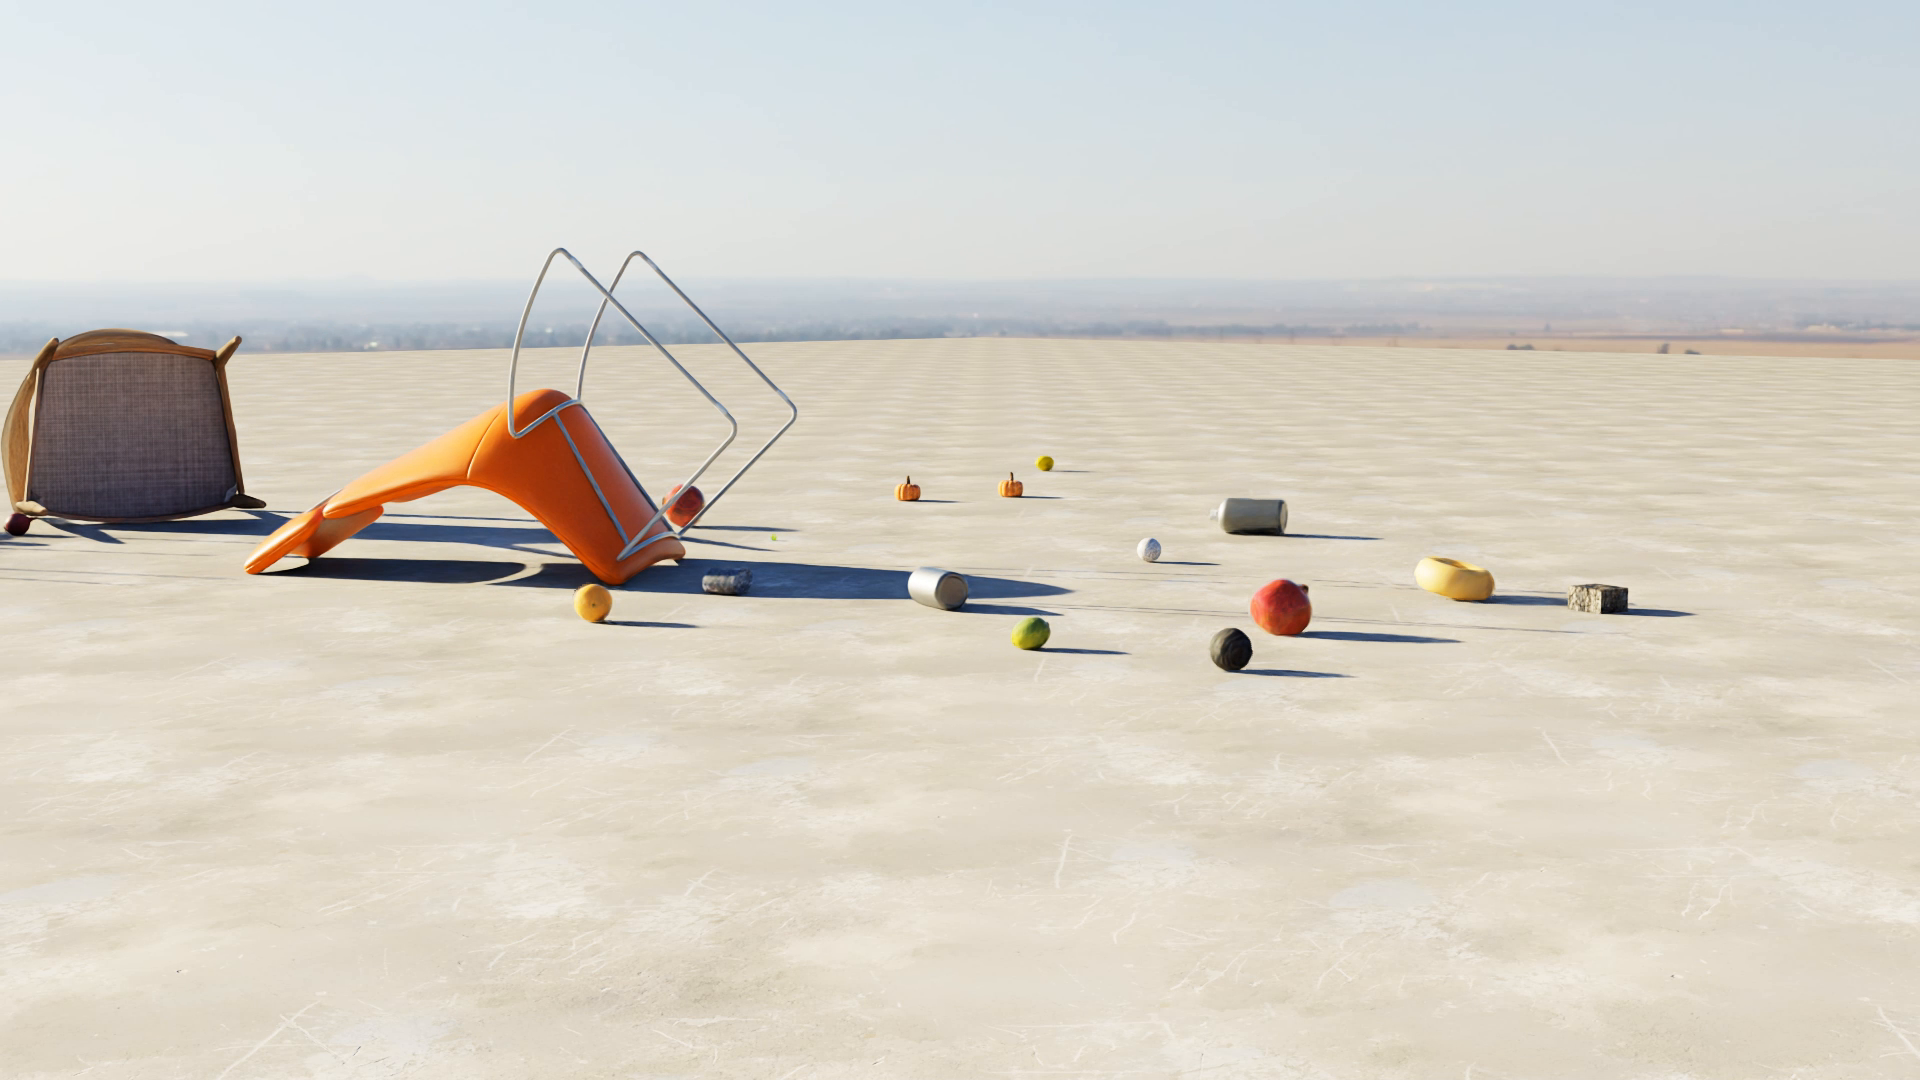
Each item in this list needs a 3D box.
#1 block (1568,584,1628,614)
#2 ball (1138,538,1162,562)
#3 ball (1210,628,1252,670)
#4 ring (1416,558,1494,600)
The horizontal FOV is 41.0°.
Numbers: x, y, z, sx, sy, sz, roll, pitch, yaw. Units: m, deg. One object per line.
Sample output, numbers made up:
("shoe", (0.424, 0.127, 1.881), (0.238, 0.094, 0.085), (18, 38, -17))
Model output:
("block", (1.259, 0.116, 5.060), (0.076, 0.047, 0.086), (-4, 7, -32))
("ball", (0.437, 0.023, 5.916), (0.057, 0.057, 0.057), (0, 6, 0))
("ball", (0.453, 0.183, 4.287), (0.072, 0.072, 0.072), (0, 6, 0))
("ring", (1.013, 0.080, 5.256), (0.162, 0.063, 0.160), (12, 10, 0))
